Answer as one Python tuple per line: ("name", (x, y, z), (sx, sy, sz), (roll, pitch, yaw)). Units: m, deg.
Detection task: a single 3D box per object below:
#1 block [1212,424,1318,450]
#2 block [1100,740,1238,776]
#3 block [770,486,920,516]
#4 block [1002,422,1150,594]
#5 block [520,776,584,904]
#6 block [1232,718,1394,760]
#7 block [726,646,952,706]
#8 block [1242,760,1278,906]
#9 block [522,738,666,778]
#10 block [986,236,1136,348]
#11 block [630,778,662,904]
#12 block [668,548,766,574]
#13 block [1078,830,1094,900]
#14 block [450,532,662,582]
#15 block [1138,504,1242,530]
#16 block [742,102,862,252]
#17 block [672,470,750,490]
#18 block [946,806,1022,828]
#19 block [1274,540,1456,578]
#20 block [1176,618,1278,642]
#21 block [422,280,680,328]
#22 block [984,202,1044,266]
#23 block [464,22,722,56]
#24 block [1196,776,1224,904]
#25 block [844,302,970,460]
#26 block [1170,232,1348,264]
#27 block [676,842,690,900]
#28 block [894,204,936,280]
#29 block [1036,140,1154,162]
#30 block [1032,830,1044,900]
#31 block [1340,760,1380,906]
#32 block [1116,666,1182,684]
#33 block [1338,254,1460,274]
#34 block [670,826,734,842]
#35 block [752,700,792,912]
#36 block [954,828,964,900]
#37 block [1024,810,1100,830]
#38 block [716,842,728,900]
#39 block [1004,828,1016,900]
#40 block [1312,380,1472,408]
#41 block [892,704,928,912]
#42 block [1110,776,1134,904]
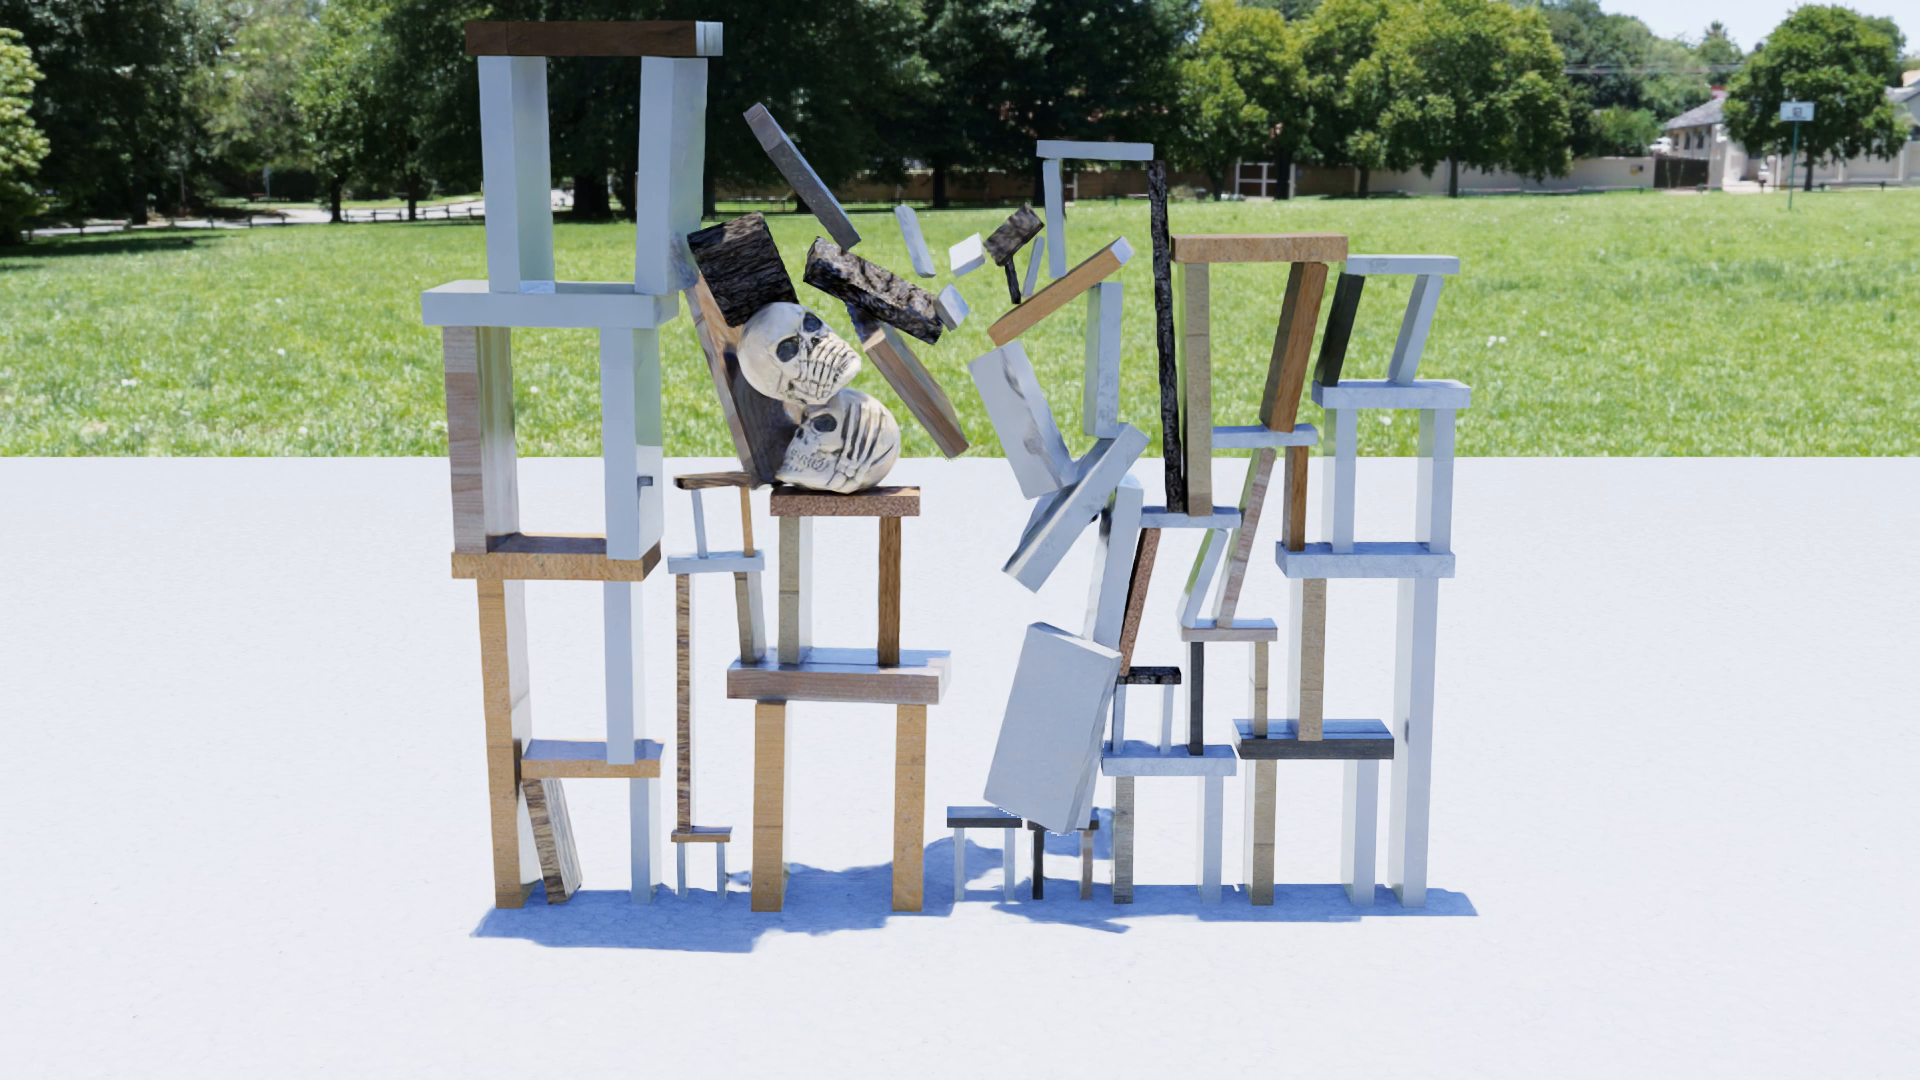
("block", (0.483, -0.167, 3.531), (0.170, 0.024, 0.085), (-2, 11, 1))
("block", (0.342, 0.360, 3.631), (0.218, 0.031, 0.109), (0, 11, 0))
("block", (-0.185, -0.064, 3.589), (0.241, 0.034, 0.121), (0, 9, 0))
("block", (0.185, -0.054, 3.542), (0.043, 0.305, 0.153), (37, -1, -8))
("block", (-0.676, 0.479, 3.650), (0.031, 0.222, 0.111), (-9, 10, 5))
("block", (0.580, 0.328, 3.625), (0.248, 0.035, 0.124), (0, 11, 0))
("block", (-0.195, 0.221, 3.617), (0.347, 0.049, 0.173), (1, 11, 6))
("block", (0.497, 0.467, 3.650), (0.035, 0.248, 0.124), (0, 11, 0))
("block", (-0.598, 0.357, 3.604), (0.222, 0.031, 0.111), (0, 13, -3))
("block", (0.163, -0.400, 3.544), (0.245, 0.035, 0.122), (-32, 7, 21))
("block", (-0.521, 0.479, 3.647), (0.031, 0.222, 0.111), (1, 12, 2))
("block", (-0.395, 0.035, 3.571), (0.156, 0.022, 0.078), (-2, 10, -6))
("block", (0.209, 0.531, 3.659), (0.017, 0.120, 0.060), (0, 10, -2))
("block", (-0.644, 0.026, 3.524), (0.304, 0.043, 0.152), (1, 13, 3))
("block", (0.367, -0.038, 3.557), (0.166, 0.023, 0.083), (1, 10, 0))
("block", (-0.247, -0.569, 3.454), (0.034, 0.241, 0.121), (-35, 46, 5))
("block", (-0.402, -0.097, 3.555), (0.113, 0.016, 0.056), (-6, 11, -26))
("block", (0.040, 0.459, 3.642), (0.125, 0.018, 0.063), (0, 11, 0))
("block", (0.654, 0.030, 3.562), (0.267, 0.038, 0.134), (0, 11, 0))
("block", (0.436, 0.146, 3.590), (0.156, 0.022, 0.078), (0, 10, 0))
("block", (-0.633, -0.368, 3.422), (0.359, 0.051, 0.180), (1, 13, 5))
("block", (0.086, -0.491, 3.538), (0.014, 0.098, 0.049), (18, 35, -54))
("block", (-0.552, -0.761, 3.338), (0.351, 0.050, 0.175), (1, 13, 6))
("block", (0.414, 0.482, 3.654), (0.031, 0.218, 0.109), (0, 11, 0))
("block", (-0.089, -0.279, 3.725), (0.042, 0.295, 0.148), (-31, 43, 8))
("block", (0.470, -0.462, 3.475), (0.266, 0.038, 0.133), (-1, 11, 2))
("block", (-0.460, 0.542, 3.656), (0.014, 0.098, 0.049), (0, 10, 0))
("block", (-0.073, -0.484, 3.576), (0.016, 0.116, 0.058), (-20, -5, 16))
("block", (0.215, -0.615, 3.476), (0.182, 0.026, 0.091), (3, 10, 5))
("block", (0.129, 0.531, 3.658), (0.017, 0.120, 0.060), (1, 11, -1))
("block", (0.663, 0.467, 3.650), (0.035, 0.248, 0.124), (0, 11, 0))
("block", (0.302, 0.222, 3.602), (0.117, 0.017, 0.058), (0, 11, 1))
("block", (0.694, -0.436, 3.481), (0.176, 0.025, 0.088), (1, 11, 1))
("block", (-0.428, 0.487, 3.646), (0.098, 0.014, 0.049), (0, 10, 0))
("block", (-0.310, 0.419, 3.637), (0.049, 0.346, 0.173), (2, 11, -1))
("block", (-0.001, 0.529, 3.655), (0.018, 0.125, 0.063), (0, 11, 0))
("block", (0.169, 0.464, 3.646), (0.120, 0.017, 0.060), (0, 10, -2))
("block", (-0.395, 0.542, 3.656), (0.014, 0.098, 0.049), (0, 10, 0))
("block", (0.082, 0.529, 3.655), (0.018, 0.125, 0.063), (0, 11, 0))
("block", (0.688, -0.234, 3.520), (0.232, 0.033, 0.116), (0, 11, 0))
("block", (-0.082, 0.419, 3.638), (0.049, 0.346, 0.173), (1, 11, -1))
("block", (0.269, 0.482, 3.654), (0.031, 0.218, 0.109), (0, 11, 0))
